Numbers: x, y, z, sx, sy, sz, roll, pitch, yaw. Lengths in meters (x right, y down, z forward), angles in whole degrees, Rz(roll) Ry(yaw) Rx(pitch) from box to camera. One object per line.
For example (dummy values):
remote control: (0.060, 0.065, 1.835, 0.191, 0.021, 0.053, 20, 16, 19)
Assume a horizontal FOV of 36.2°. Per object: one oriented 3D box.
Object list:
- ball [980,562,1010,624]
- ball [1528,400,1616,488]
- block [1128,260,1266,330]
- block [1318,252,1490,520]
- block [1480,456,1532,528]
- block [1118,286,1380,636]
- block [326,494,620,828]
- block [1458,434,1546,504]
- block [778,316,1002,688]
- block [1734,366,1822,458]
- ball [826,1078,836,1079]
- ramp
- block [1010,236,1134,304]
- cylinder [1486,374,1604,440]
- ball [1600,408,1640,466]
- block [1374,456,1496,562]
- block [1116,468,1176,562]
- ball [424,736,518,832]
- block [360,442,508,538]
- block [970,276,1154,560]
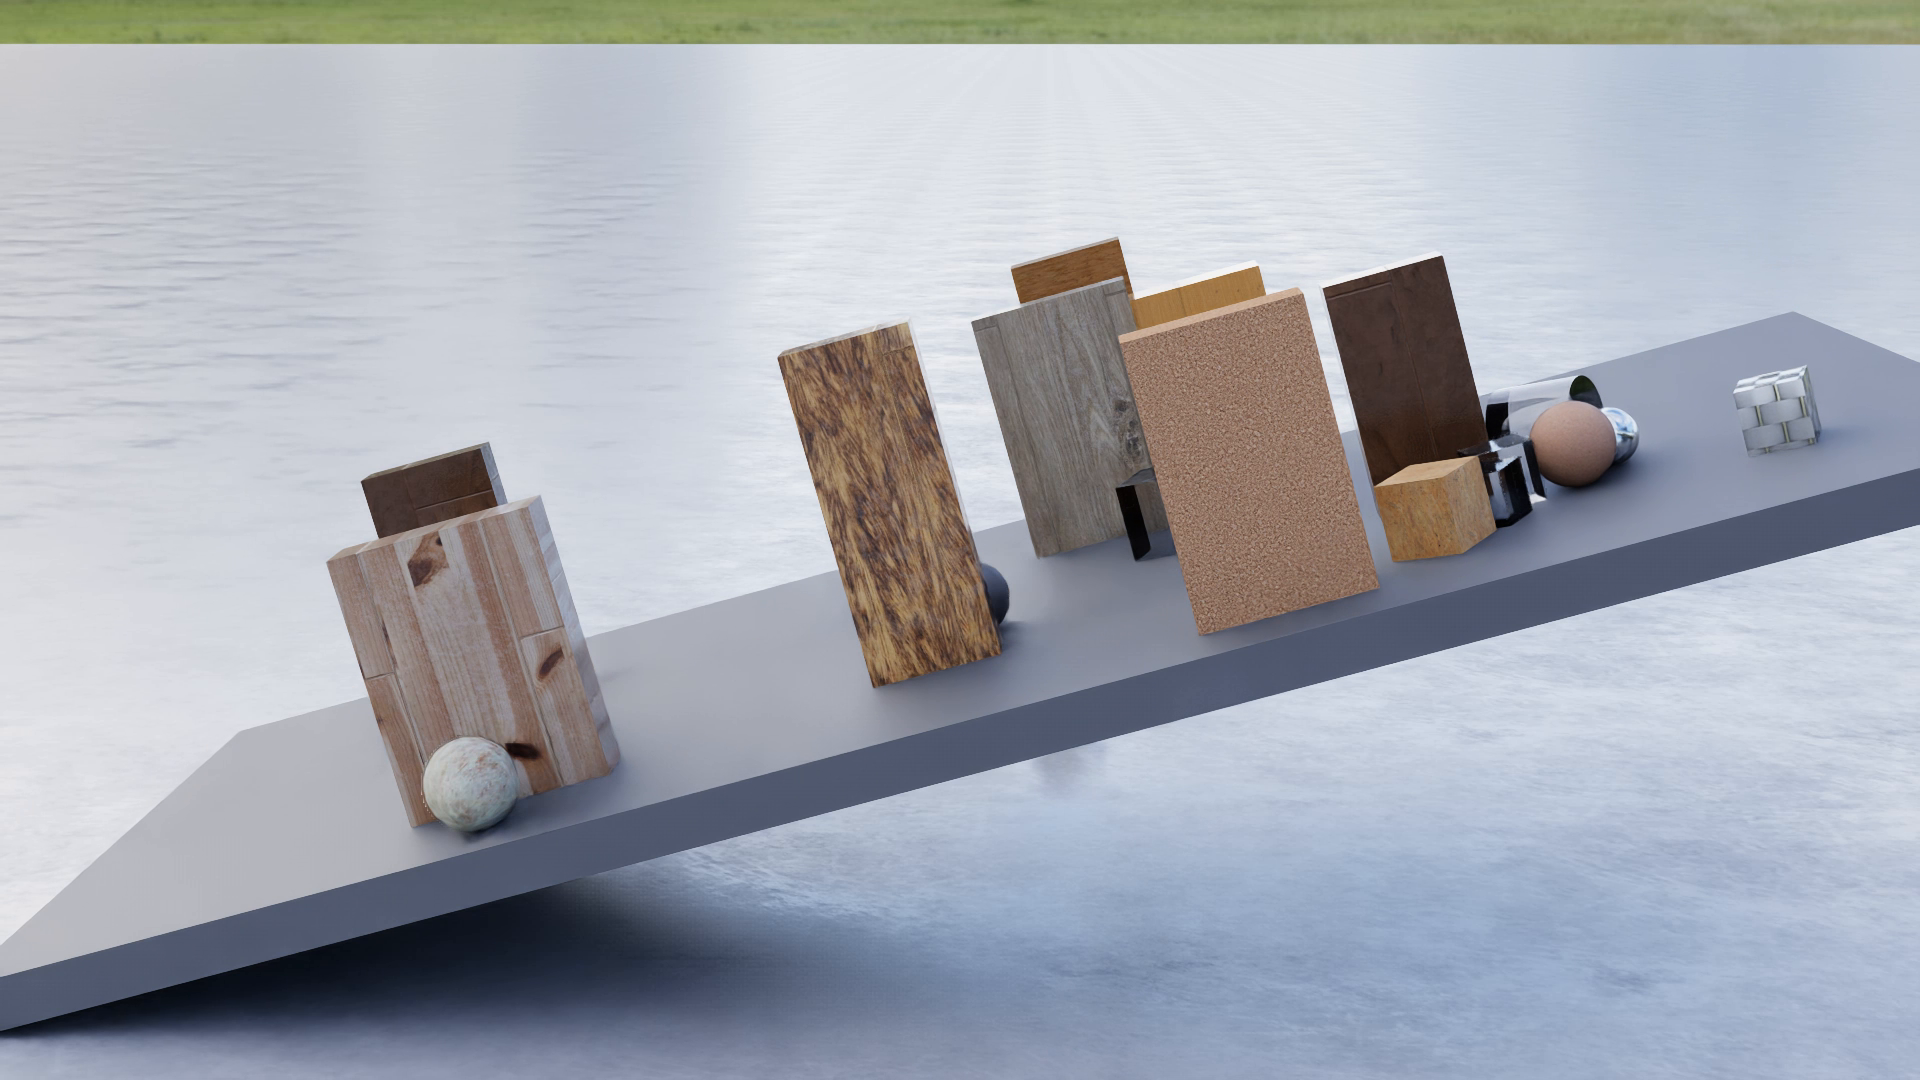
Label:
ball: (0.027, 0.120, 6.054, 0.152, 0.152, 0.152, 0, 10, 0)
ball: (1.216, -0.191, 5.839, 0.172, 0.172, 0.172, 0, 10, 0)
block: (0.555, -0.335, 6.722, 0.386, 0.513, 0.147, -15, 9, 4)
block: (0.924, -0.316, 6.047, 0.251, 0.498, 0.099, -15, 9, 4)
block: (1.032, -0.088, 5.731, 0.110, 0.110, 0.110, -9, 12, 36)
block: (0.538, -0.147, 5.490, 0.346, 0.568, 0.129, -15, 9, 4)
block: (-0.950, 0.237, 5.772, 0.410, 0.549, 0.142, -15, 9, 4)
block: (1.079, -0.130, 5.864, 0.122, 0.122, 0.122, -16, 9, -3)
block: (-0.135, -0.075, 5.829, 0.264, 0.683, 0.119, -15, 9, 4)
block: (1.585, -0.250, 5.699, 0.130, 0.130, 0.130, -12, 10, 23)
ball: (-0.215, 0.971, 4.873, 0.154, 0.154, 0.154, 0, 10, 0)
ramp: (0.084, 0.189, 6.326, 4.000, 0.100, 2.000, -15, 9, 4)
block: (0.333, -0.388, 7.056, 0.266, 0.624, 0.093, -15, 9, 4)
cylinder: (1.210, -0.235, 6.068, 0.184, 0.184, 0.184, -9, 3, 36)
ball: (1.313, -0.209, 5.945, 0.119, 0.119, 0.119, 0, 10, 0)
block: (0.912, -0.060, 5.642, 0.151, 0.151, 0.151, -8, 12, 38)
block: (0.463, -0.068, 6.378, 0.168, 0.168, 0.168, -11, 10, 26)
ball: (-0.924, 0.461, 5.561, 0.179, 0.179, 0.179, 0, 10, 0)
block: (-1.062, 0.128, 6.356, 0.269, 0.625, 0.099, -15, 9, 4)
block: (0.273, -0.278, 6.699, 0.357, 0.564, 0.086, -15, 9, 4)
